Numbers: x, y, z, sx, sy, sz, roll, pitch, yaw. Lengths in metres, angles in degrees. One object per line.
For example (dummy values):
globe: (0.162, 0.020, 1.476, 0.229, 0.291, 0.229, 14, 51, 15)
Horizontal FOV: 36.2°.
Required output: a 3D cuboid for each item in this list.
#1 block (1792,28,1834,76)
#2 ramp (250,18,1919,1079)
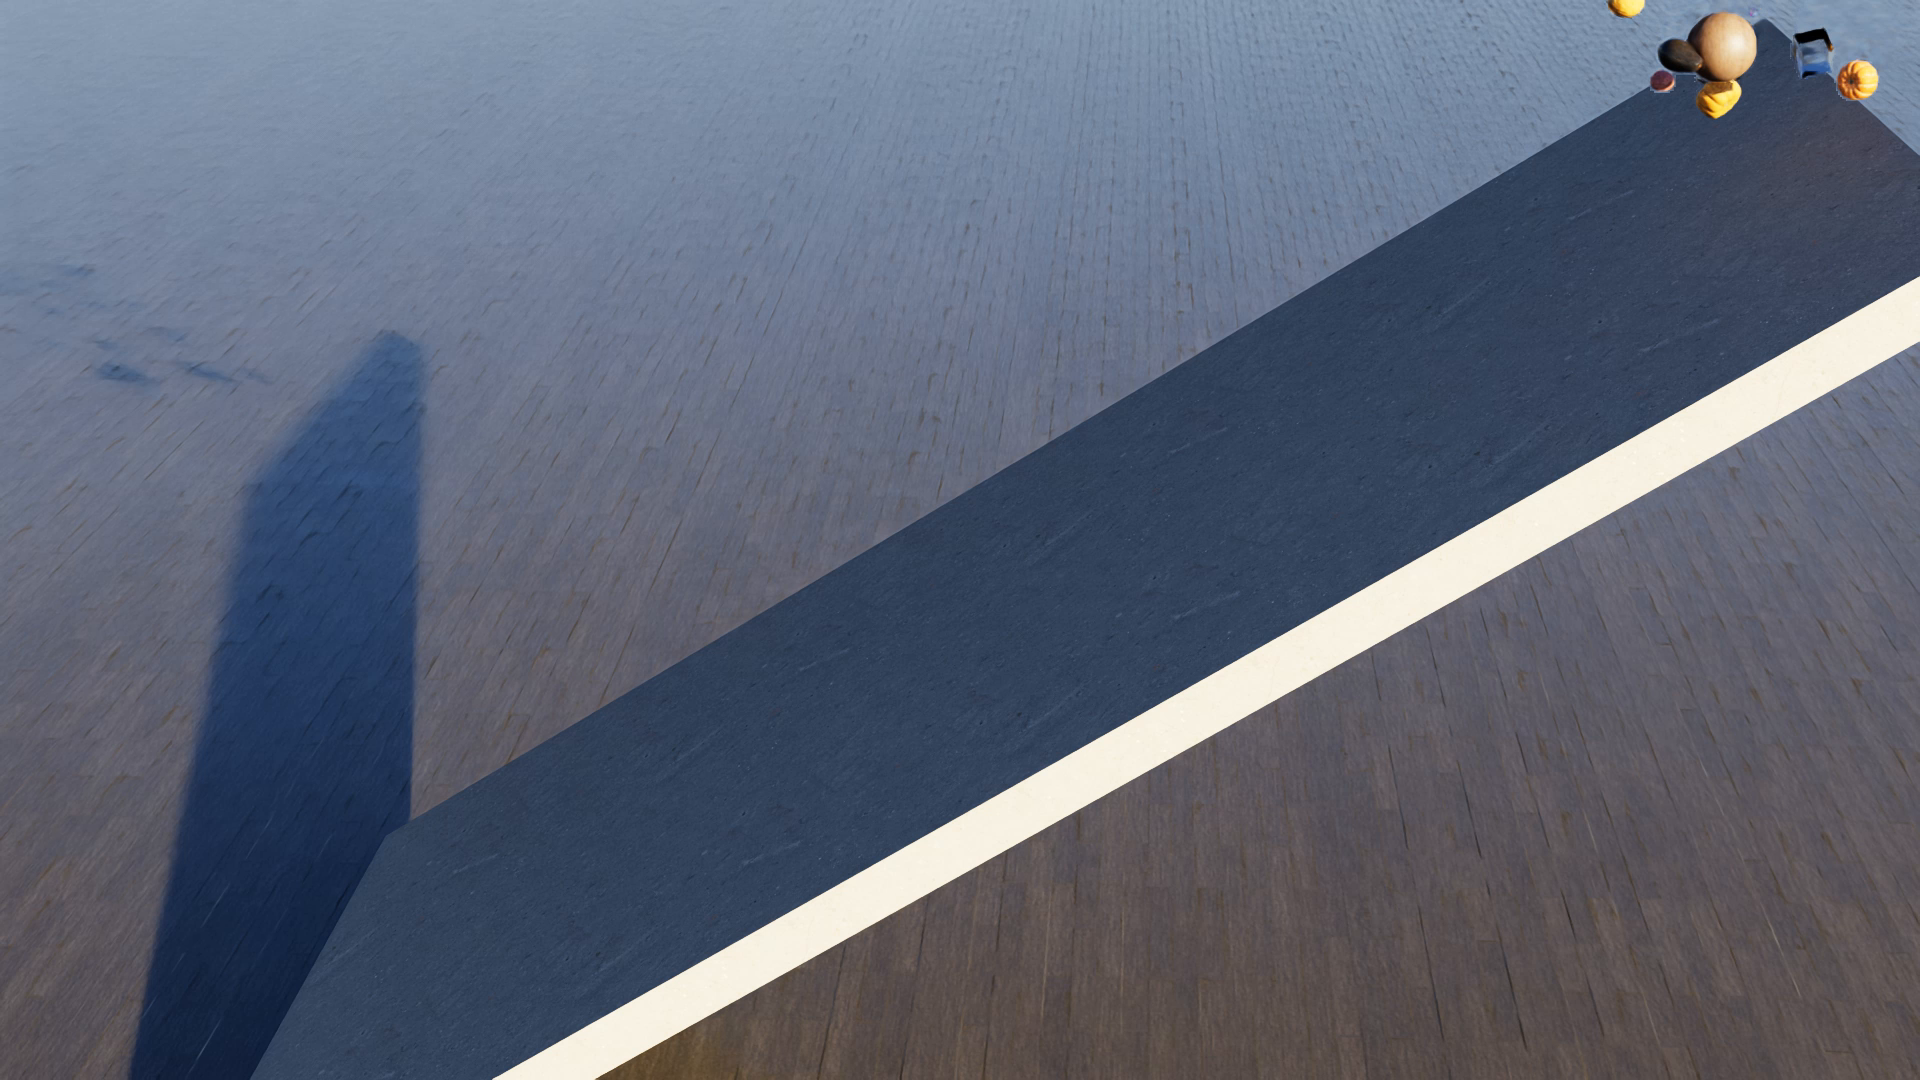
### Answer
block: (1.630, -0.931, 5.619, 0.058, 0.058, 0.058, -12, 56, 4)
ramp: (0.140, 0.170, 6.294, 4.000, 0.100, 2.000, -30, 15, 14)
